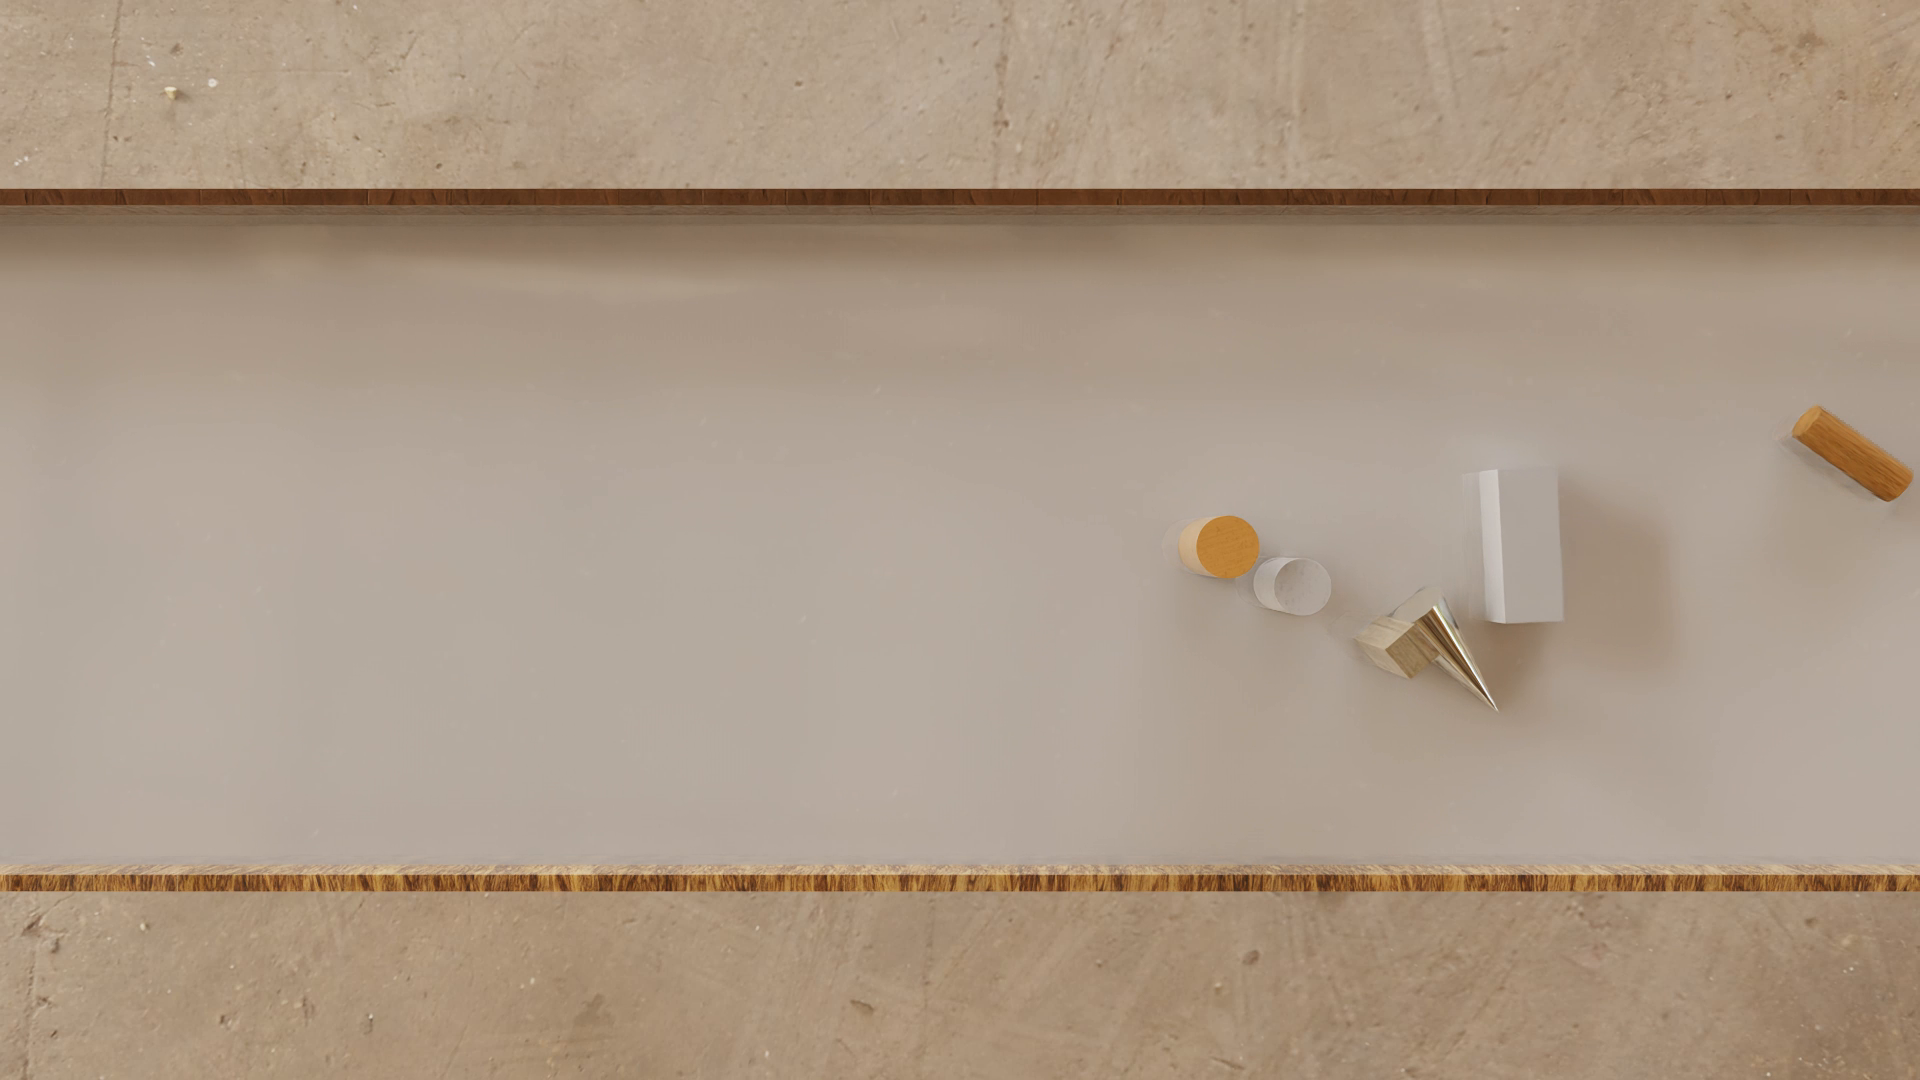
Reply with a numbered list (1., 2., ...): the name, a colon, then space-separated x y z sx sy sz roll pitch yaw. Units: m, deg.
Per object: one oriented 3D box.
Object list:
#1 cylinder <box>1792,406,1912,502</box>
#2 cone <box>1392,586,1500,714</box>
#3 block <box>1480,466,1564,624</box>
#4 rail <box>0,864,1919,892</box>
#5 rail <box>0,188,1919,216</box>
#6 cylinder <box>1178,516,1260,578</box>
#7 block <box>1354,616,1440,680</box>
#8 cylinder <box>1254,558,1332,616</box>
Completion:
1. cylinder: 2.714 -0.261 5.020 0.343 0.114 0.114 35 90 0
2. cone: 1.521 0.367 5.033 0.176 0.176 0.443 -40 101 0
3. block: 1.697 0.015 4.989 0.174 0.174 0.460 -3 90 0
4. rail: -2.247 1.025 5.001 12.000 0.150 0.050 0 90 0
5. rail: -2.247 -1.025 5.002 12.000 0.150 0.050 0 90 0
6. cylinder: 0.760 0.020 4.879 0.179 0.396 0.179 0 90 0
7. block: 1.285 0.313 4.871 0.112 0.408 0.112 -41 90 2
8. cylinder: 0.986 0.135 4.909 0.165 0.335 0.165 0 90 0
